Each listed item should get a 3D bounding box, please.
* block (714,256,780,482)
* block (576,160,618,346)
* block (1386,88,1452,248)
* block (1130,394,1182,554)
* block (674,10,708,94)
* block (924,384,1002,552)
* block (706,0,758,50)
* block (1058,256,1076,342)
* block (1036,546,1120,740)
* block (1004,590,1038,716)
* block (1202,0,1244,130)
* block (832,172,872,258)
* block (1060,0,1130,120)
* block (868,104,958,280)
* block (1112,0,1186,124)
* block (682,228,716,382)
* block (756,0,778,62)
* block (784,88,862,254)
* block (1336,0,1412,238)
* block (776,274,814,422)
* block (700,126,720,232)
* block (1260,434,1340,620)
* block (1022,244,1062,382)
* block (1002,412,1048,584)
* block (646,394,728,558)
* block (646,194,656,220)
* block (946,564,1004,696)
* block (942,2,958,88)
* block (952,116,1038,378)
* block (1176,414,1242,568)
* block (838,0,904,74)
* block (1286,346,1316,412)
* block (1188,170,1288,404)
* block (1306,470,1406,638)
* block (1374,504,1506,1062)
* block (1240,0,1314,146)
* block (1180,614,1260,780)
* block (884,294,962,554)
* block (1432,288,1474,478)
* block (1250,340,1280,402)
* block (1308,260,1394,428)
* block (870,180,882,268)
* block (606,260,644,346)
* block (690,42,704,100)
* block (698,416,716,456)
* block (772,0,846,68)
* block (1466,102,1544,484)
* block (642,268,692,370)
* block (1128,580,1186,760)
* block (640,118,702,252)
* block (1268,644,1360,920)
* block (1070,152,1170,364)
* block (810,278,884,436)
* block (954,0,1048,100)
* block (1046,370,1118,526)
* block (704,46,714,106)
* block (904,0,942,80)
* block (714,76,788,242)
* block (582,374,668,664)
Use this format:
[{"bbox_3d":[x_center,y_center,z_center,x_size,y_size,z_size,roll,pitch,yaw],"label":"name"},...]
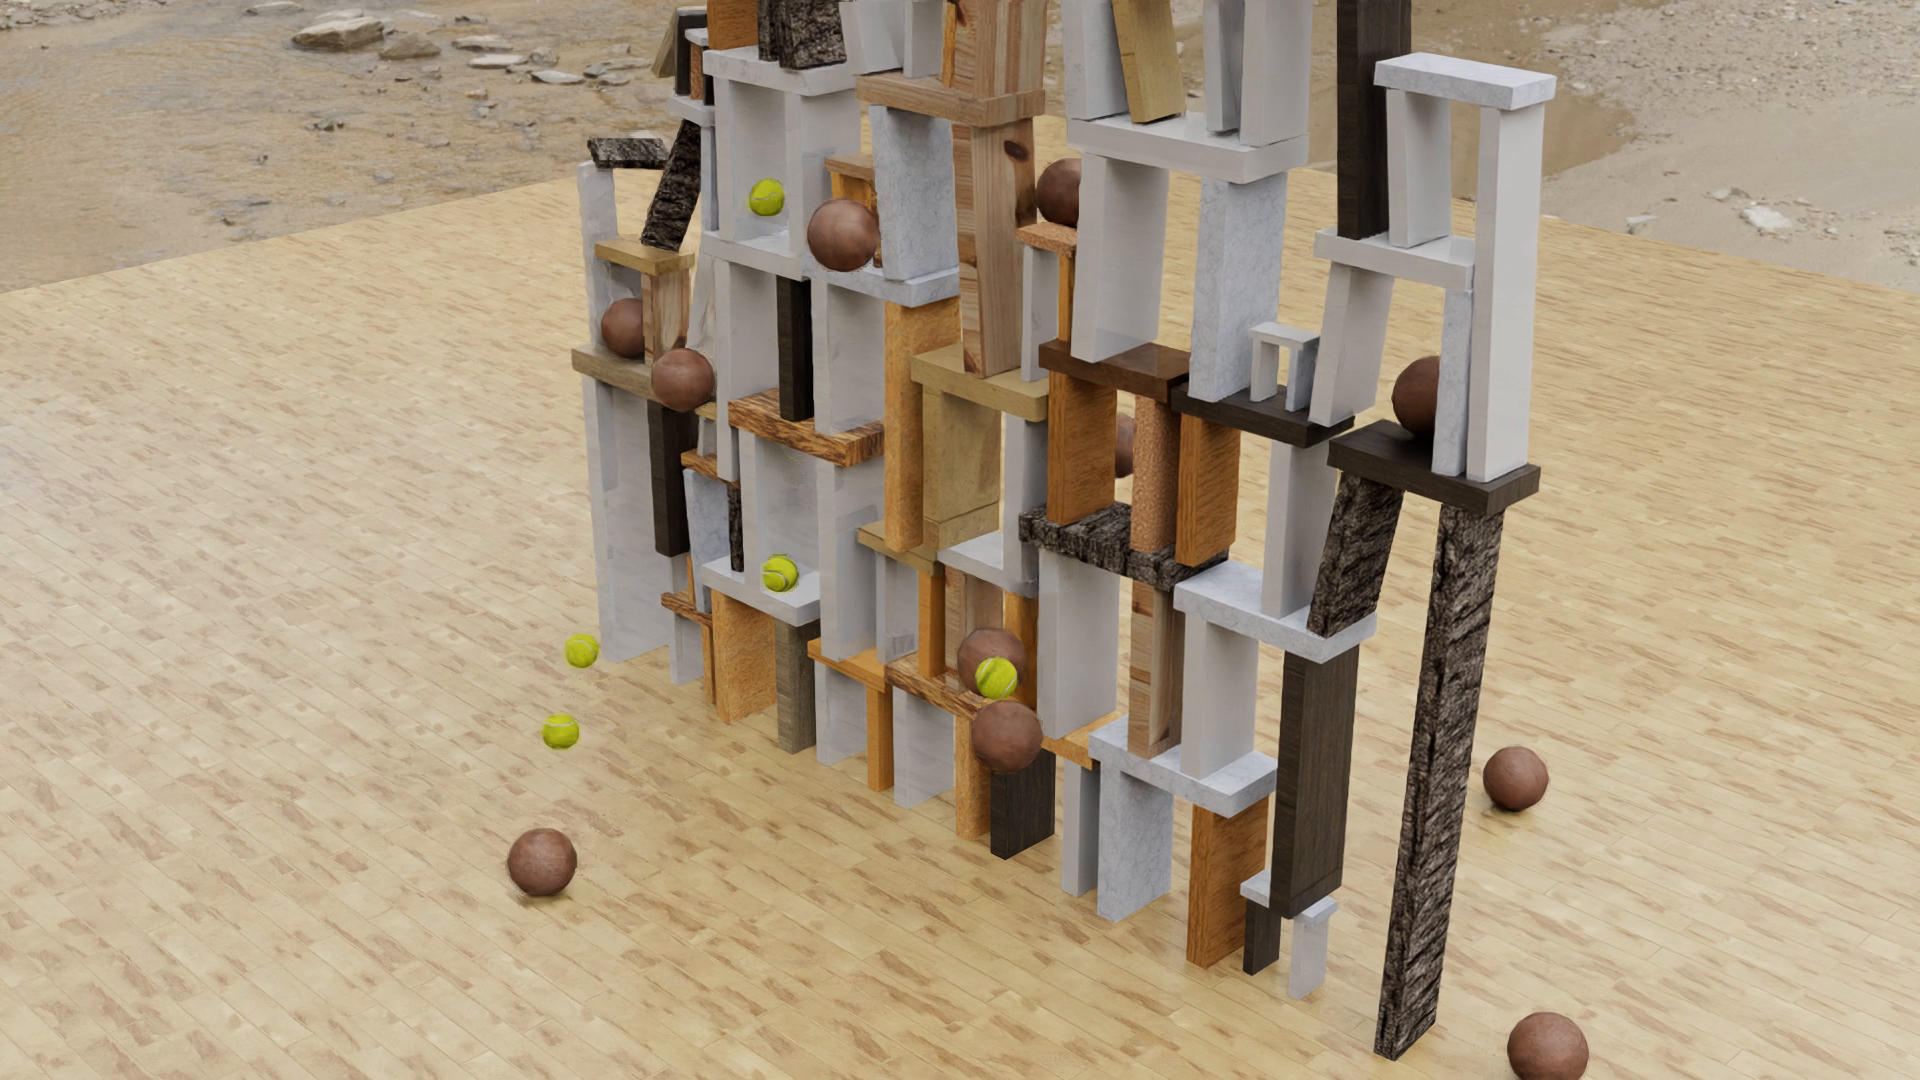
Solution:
[{"bbox_3d":[-0.436,-0.365,4.540,0.042,0.477,0.148,21,30,35],"label":"block"},{"bbox_3d":[-0.784,-0.629,4.812,0.023,0.406,0.082,19,31,37],"label":"block"},{"bbox_3d":[0.682,-0.559,3.260,0.115,0.229,0.033,-21,24,-40],"label":"block"},{"bbox_3d":[0.355,-0.129,3.768,0.040,0.281,0.140,20,30,38],"label":"block"},{"bbox_3d":[-0.531,-0.982,4.432,0.083,0.166,0.024,-5,34,-17],"label":"block"},{"bbox_3d":[0.004,-0.154,4.157,0.161,0.321,0.046,-20,30,-40],"label":"block"},{"bbox_3d":[-0.435,-1.075,4.254,0.118,0.236,0.033,-21,29,-40],"label":"block"},{"bbox_3d":[0.205,-0.425,3.809,0.076,0.151,0.021,-22,31,-40],"label":"block"},{"bbox_3d":[0.219,0.163,4.053,0.048,0.383,0.170,21,31,40],"label":"block"},{"bbox_3d":[0.143,0.198,4.145,0.124,0.247,0.035,-17,29,-36],"label":"block"},{"bbox_3d":[0.428,-0.758,3.469,0.030,0.211,0.106,9,20,40],"label":"block"},{"bbox_3d":[-0.204,-0.626,4.187,0.023,0.162,0.081,17,28,41],"label":"block"},{"bbox_3d":[0.243,-0.870,3.566,0.173,0.346,0.049,-20,25,-38],"label":"block"},{"bbox_3d":[-0.081,-0.649,4.039,0.158,0.316,0.045,-21,24,-41],"label":"block"},{"bbox_3d":[0.305,-0.788,3.546,0.030,0.212,0.106,4,21,45],"label":"block"},{"bbox_3d":[-0.509,-0.610,4.572,0.030,0.563,0.107,15,23,10],"label":"block"},{"bbox_3d":[-0.328,-1.031,4.153,0.033,0.236,0.118,20,30,40],"label":"block"},{"bbox_3d":[-0.260,-0.715,4.213,0.043,0.307,0.153,21,30,40],"label":"block"},{"bbox_3d":[0.620,-0.649,3.288,0.133,0.373,0.038,-21,26,-40],"label":"block"},{"bbox_3d":[-0.293,-0.396,4.381,0.042,0.297,0.148,21,31,40],"label":"block"},{"bbox_3d":[-0.469,-0.736,4.417,0.107,0.214,0.030,-21,33,-41],"label":"block"},{"bbox_3d":[0.557,-0.034,3.604,0.038,0.307,0.135,22,32,40],"label":"block"},{"bbox_3d":[0.145,-0.410,3.906,0.021,0.254,0.076,22,32,40],"label":"block"},{"bbox_3d":[0.154,-0.095,4.016,0.161,0.321,0.046,-20,30,-40],"label":"block"},{"bbox_3d":[-0.588,-0.156,4.802,0.177,0.355,0.050,-21,30,-40],"label":"block"},{"bbox_3d":[-0.646,-0.729,4.766,0.023,0.082,0.164,14,48,2],"label":"block"},{"bbox_3d":[0.029,0.158,4.264,0.124,0.266,0.035,-21,31,-41],"label":"block"},{"bbox_3d":[0.006,-0.873,3.856,0.073,0.147,0.021,-20,37,-40],"label":"block"},{"bbox_3d":[0.069,-0.529,3.931,0.158,0.451,0.045,-20,26,-41],"label":"block"},{"bbox_3d":[0.421,-0.103,3.720,0.038,0.270,0.135,17,29,34],"label":"block"},{"bbox_3d":[-0.146,-1.017,3.960,0.165,0.330,0.047,-20,19,-38],"label":"block"},{"bbox_3d":[0.545,-0.262,3.514,0.015,0.105,0.053,22,32,39],"label":"block"},{"bbox_3d":[0.450,-0.422,3.557,0.050,0.366,0.177,20,30,35],"label":"block"},{"bbox_3d":[0.641,0.005,3.532,0.041,0.289,0.144,29,36,33],"label":"block"},{"bbox_3d":[0.772,0.389,3.552,0.041,1.008,0.144,19,30,34],"label":"block"},{"bbox_3d":[0.490,-0.753,3.395,0.038,0.266,0.133,17,28,37],"label":"block"},{"bbox_3d":[0.455,0.250,3.835,0.044,0.308,0.154,21,31,40],"label":"block"},{"bbox_3d":[-0.072,-0.230,4.212,0.155,0.499,0.044,-20,32,-40],"label":"block"},{"bbox_3d":[0.764,-0.252,3.298,0.038,0.286,0.135,15,27,33],"label":"block"},{"bbox_3d":[0.494,-0.280,3.558,0.015,0.105,0.053,21,31,39],"label":"block"},{"bbox_3d":[0.618,-0.324,3.450,0.038,0.271,0.135,24,33,35],"label":"block"},{"bbox_3d":[-0.128,-0.597,4.117,0.023,0.162,0.081,18,29,41],"label":"block"},{"bbox_3d":[-0.721,-0.540,4.852,0.106,0.212,0.030,-11,26,-24],"label":"block"},{"bbox_3d":[-0.508,-0.940,4.396,0.059,0.118,0.017,-2,32,-9],"label":"block"},{"bbox_3d":[-0.537,-0.230,4.690,0.014,0.096,0.048,25,35,29],"label":"block"},{"bbox_3d":[-0.278,-1.060,4.083,0.165,0.341,0.047,-21,22,-41],"label":"block"},{"bbox_3d":[0.798,-0.363,3.220,0.115,0.554,0.033,-21,27,-40],"label":"block"},{"bbox_3d":[-0.627,-0.479,4.711,0.106,0.212,0.030,-21,31,-41],"label":"block"},{"bbox_3d":[0.375,0.204,3.900,0.048,0.340,0.170,21,31,40],"label":"block"},{"bbox_3d":[-0.541,-0.844,4.566,0.083,0.517,0.024,9,25,-34],"label":"block"},{"bbox_3d":[0.602,0.395,3.739,0.044,0.500,0.154,21,31,40],"label":"block"},{"bbox_3d":[0.271,-0.491,3.704,0.050,0.354,0.177,23,32,37],"label":"block"},{"bbox_3d":[-0.216,-0.374,4.313,0.044,0.310,0.155,21,31,41],"label":"block"},{"bbox_3d":[0.075,-0.945,3.759,0.173,0.357,0.049,-20,33,-40],"label":"block"},{"bbox_3d":[0.216,-0.179,3.886,0.040,0.281,0.140,20,31,39],"label":"block"},{"bbox_3d":[-0.475,-0.916,4.335,0.059,0.118,0.017,-8,35,-18],"label":"block"},{"bbox_3d":[-0.065,-0.901,3.916,0.073,0.147,0.021,-23,36,-39],"label":"block"},{"bbox_3d":[-0.409,-0.762,4.343,0.043,0.322,0.153,20,30,39],"label":"block"},{"bbox_3d":[-0.754,-0.064,5.022,0.050,0.695,0.177,21,31,41],"label":"block"}]
